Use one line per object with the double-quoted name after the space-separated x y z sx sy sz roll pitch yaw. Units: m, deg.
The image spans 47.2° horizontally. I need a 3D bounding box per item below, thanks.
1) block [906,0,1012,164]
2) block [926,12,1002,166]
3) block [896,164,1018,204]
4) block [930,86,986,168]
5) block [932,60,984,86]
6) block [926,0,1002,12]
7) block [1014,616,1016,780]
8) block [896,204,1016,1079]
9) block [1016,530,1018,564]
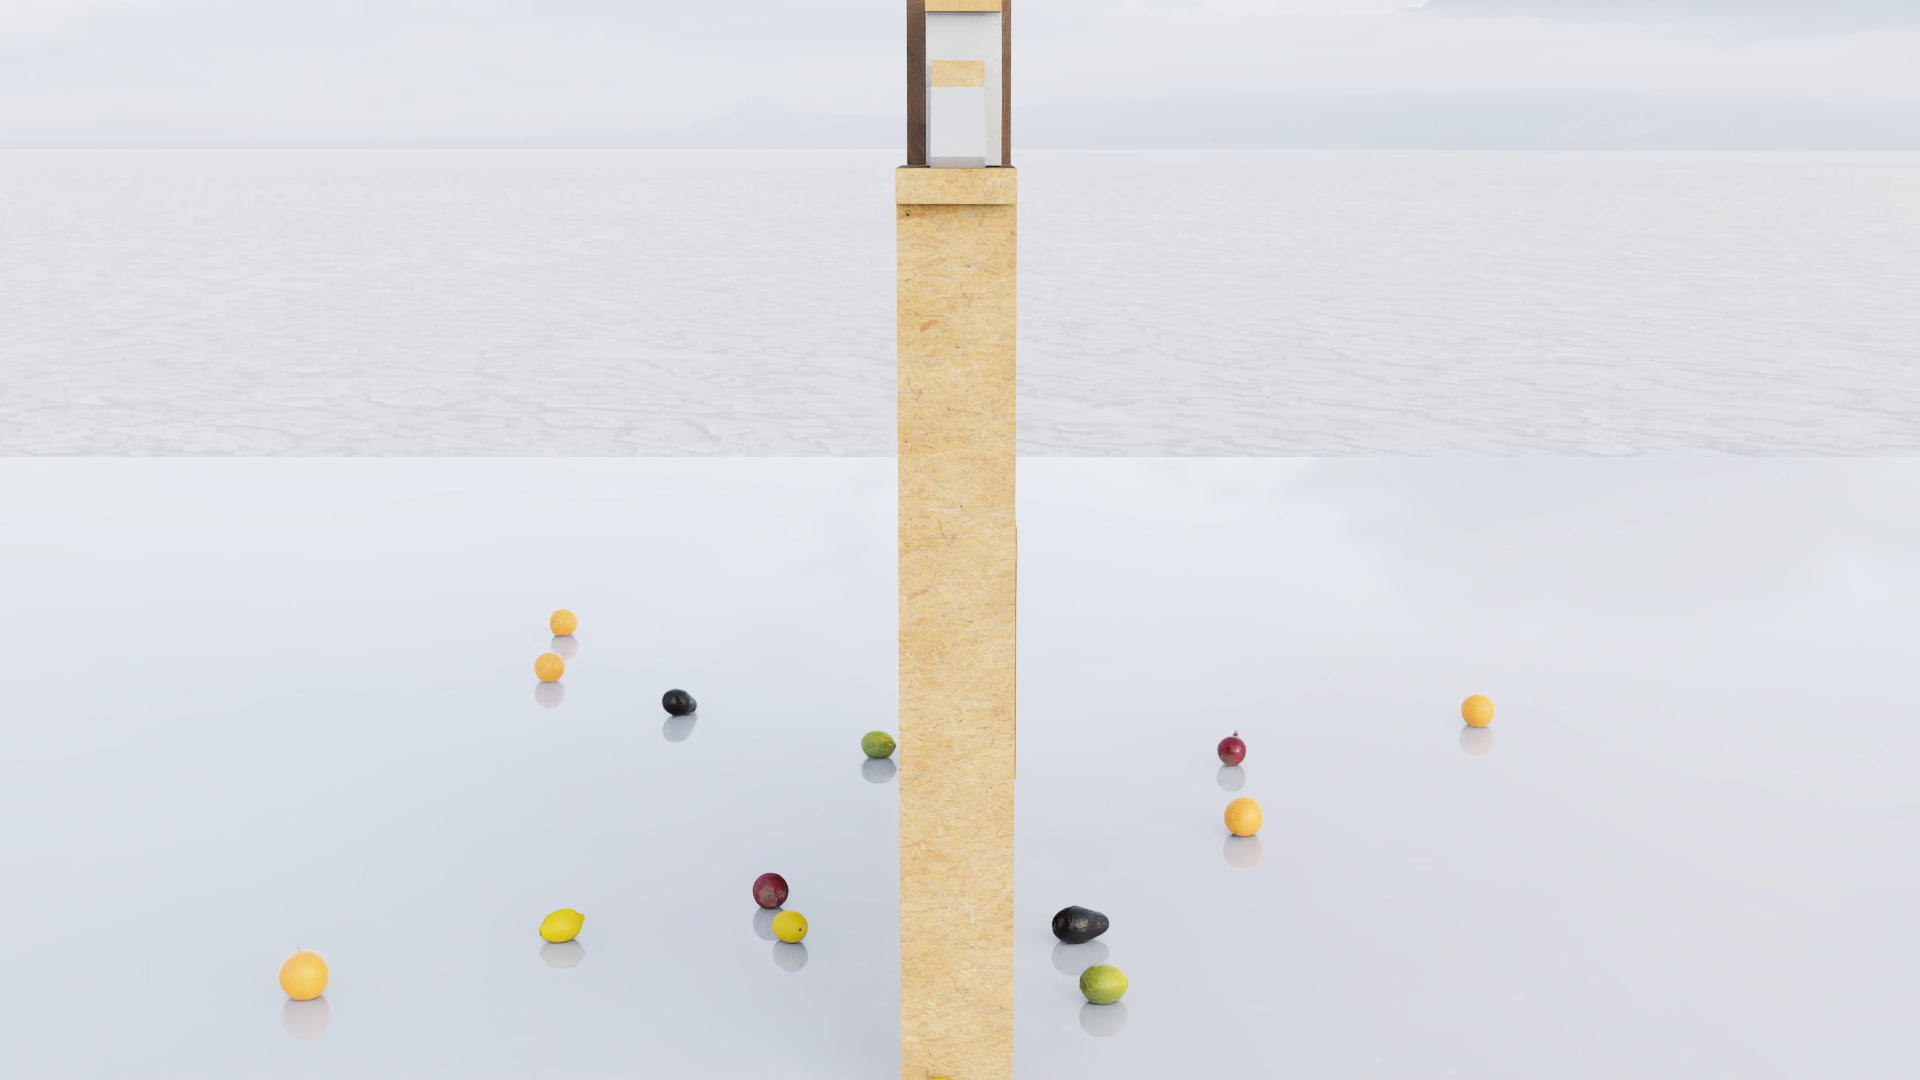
-0.002 -0.630 2.982 0.141 0.282 0.040 0 10 0 "block"
0.005 -0.570 2.784 0.095 0.190 0.027 0 7 0 "block"
-0.004 -0.452 2.788 0.147 0.042 0.293 0 11 0 "block"
-0.003 -0.505 2.691 0.066 0.019 0.132 0 50 0 "block"
-0.002 -0.533 2.748 0.066 0.132 0.019 0 -8 0 "block"
0.004 -0.687 2.823 0.095 0.027 0.190 0 10 0 "block"
0.000 0.195 3.376 0.171 0.343 0.049 0 11 0 "block"
-0.004 0.159 2.801 0.147 1.165 0.042 0 10 0 "block"
0.000 -0.018 3.453 0.171 0.049 0.343 0 11 0 "block"
